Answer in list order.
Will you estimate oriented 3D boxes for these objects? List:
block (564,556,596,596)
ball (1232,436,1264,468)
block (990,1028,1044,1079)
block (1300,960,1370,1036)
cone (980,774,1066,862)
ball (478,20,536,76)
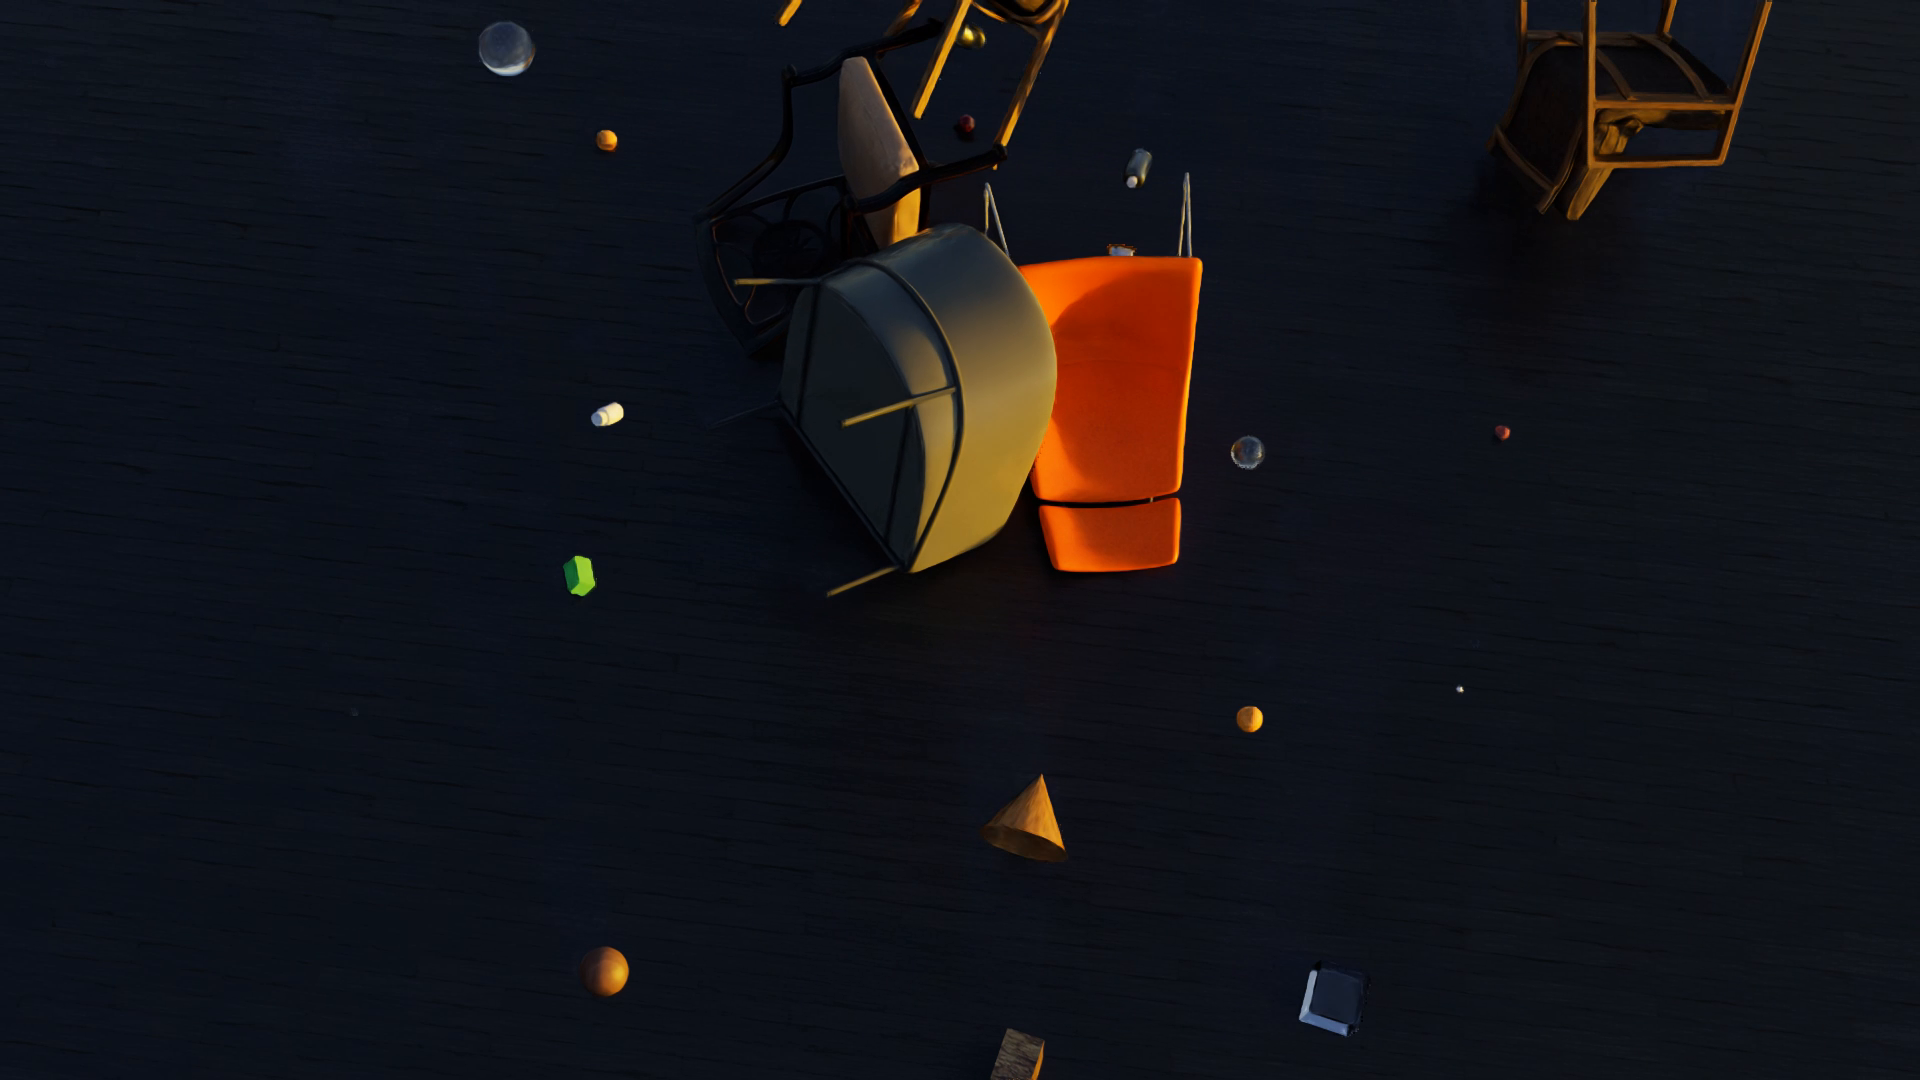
[{"bbox_3d":[-1.118,0.105,6.456,0.055,0.058,0.097,18,43,-43],"label":"block"},{"bbox_3d":[0.877,-0.267,6.693,0.099,0.099,0.099,0,56,0],"label":"ball"},{"bbox_3d":[0.129,1.380,5.555,0.098,0.154,0.231,16,58,10],"label":"block"},{"bbox_3d":[0.964,1.178,5.662,0.128,0.122,0.141,18,66,2],"label":"block"},{"bbox_3d":[0.195,0.722,5.915,0.245,0.174,0.210,18,61,0],"label":"cone"},{"bbox_3d":[-1.437,-1.559,6.972,0.177,0.177,0.177,0,56,0],"label":"ball"}]
